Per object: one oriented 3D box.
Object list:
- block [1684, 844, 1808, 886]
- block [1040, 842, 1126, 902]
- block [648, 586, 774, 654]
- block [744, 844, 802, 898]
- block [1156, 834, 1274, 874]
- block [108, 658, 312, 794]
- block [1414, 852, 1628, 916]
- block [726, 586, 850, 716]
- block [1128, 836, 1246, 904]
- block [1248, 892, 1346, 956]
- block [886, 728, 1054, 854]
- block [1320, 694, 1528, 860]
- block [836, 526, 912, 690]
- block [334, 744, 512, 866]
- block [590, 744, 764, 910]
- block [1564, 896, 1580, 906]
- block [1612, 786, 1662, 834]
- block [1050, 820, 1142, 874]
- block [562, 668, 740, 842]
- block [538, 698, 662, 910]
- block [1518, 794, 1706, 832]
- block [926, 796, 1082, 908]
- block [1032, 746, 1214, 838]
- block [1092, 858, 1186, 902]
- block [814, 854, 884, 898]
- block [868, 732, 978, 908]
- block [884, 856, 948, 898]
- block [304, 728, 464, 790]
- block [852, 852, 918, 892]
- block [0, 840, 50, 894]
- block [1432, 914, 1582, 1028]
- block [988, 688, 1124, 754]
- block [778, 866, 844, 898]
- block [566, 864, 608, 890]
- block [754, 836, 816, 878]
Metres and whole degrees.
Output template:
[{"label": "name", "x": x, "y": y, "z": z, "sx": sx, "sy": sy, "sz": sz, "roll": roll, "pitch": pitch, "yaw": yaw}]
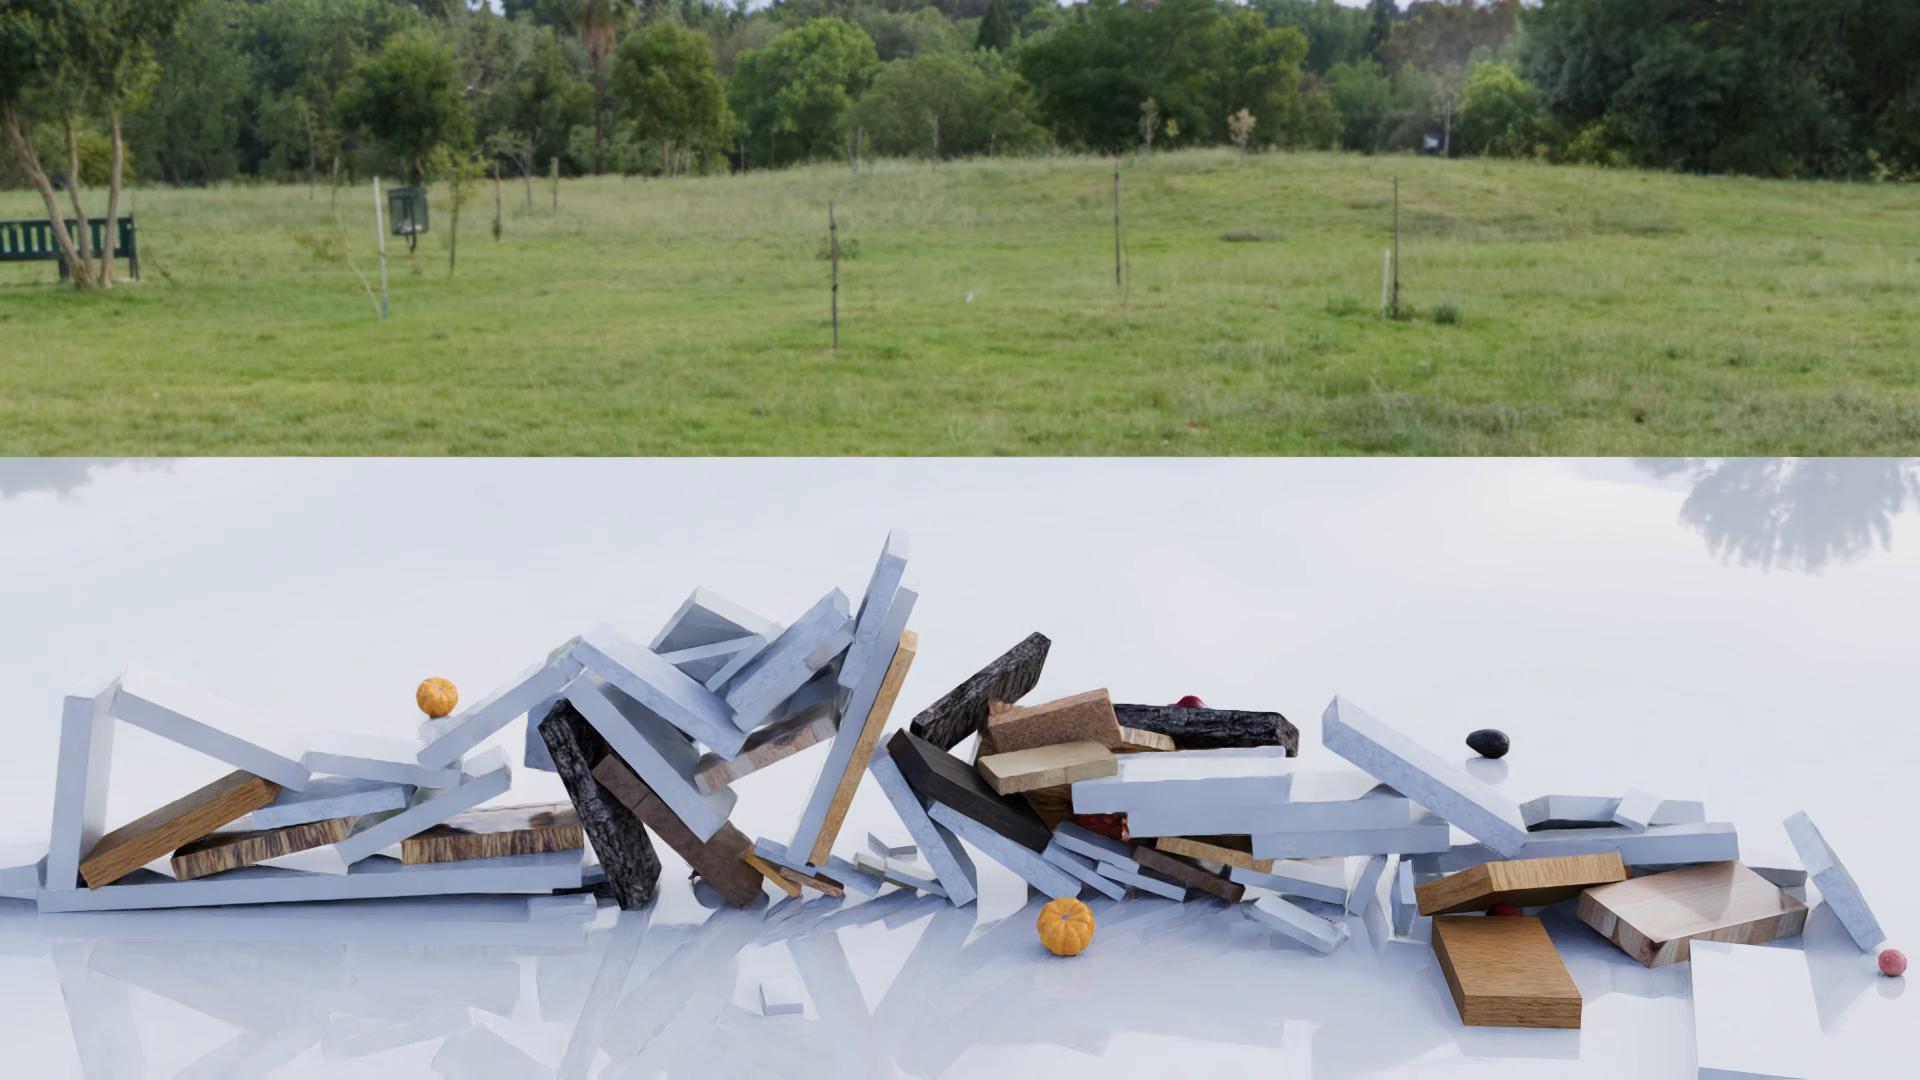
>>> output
[{"label": "block", "x": 1.321, "y": 0.546, "z": 3.719, "sx": 0.194, "sy": 0.028, "sz": 0.097, "roll": 6, "pitch": 14, "yaw": -17}, {"label": "block", "x": 0.204, "y": 0.543, "z": 3.657, "sx": 0.152, "sy": 0.022, "sz": 0.076, "roll": 30, "pitch": 9, "yaw": -6}, {"label": "block", "x": -0.461, "y": 0.213, "z": 3.786, "sx": 0.151, "sy": 0.301, "sz": 0.043, "roll": 28, "pitch": 38, "yaw": -19}, {"label": "block", "x": -0.311, "y": 0.550, "z": 3.663, "sx": 0.109, "sy": 0.015, "sz": 0.054, "roll": 38, "pitch": 8, "yaw": -6}, {"label": "block", "x": 0.423, "y": 0.507, "z": 3.659, "sx": 0.193, "sy": 0.027, "sz": 0.096, "roll": 12, "pitch": 11, "yaw": 4}, {"label": "block", "x": -1.218, "y": 0.303, "z": 3.597, "sx": 0.324, "sy": 0.046, "sz": 0.162, "roll": 27, "pitch": 6, "yaw": -21}, {"label": "block", "x": 0.886, "y": 0.544, "z": 3.474, "sx": 0.315, "sy": 0.045, "sz": 0.158, "roll": 3, "pitch": -23, "yaw": -35}, {"label": "block", "x": -0.277, "y": 0.178, "z": 3.556, "sx": 0.236, "sy": 0.033, "sz": 0.118, "roll": -41, "pitch": 11, "yaw": 9}, {"label": "block", "x": 0.377, "y": 0.540, "z": 3.658, "sx": 0.193, "sy": 0.027, "sz": 0.096, "roll": 23, "pitch": 11, "yaw": -3}, {"label": "block", "x": 0.529, "y": 0.601, "z": 3.444, "sx": 0.140, "sy": 0.020, "sz": 0.070, "roll": 25, "pitch": 19, "yaw": 21}, {"label": "block", "x": 0.017, "y": 0.411, "z": 3.600, "sx": 0.281, "sy": 0.040, "sz": 0.140, "roll": 32, "pitch": 9, "yaw": -34}, {"label": "block", "x": 0.757, "y": 0.385, "z": 3.606, "sx": 0.351, "sy": 0.050, "sz": 0.175, "roll": 31, "pitch": 13, "yaw": 2}, {"label": "block", "x": -0.140, "y": 0.110, "z": 3.574, "sx": 0.034, "sy": 0.243, "sz": 0.121, "roll": 20, "pitch": 20, "yaw": -6}, {"label": "block", "x": -0.896, "y": 0.443, "z": 3.687, "sx": 0.296, "sy": 0.042, "sz": 0.148, "roll": -25, "pitch": 14, "yaw": -6}, {"label": "block", "x": -0.460, "y": 0.458, "z": 3.643, "sx": 0.334, "sy": 0.047, "sz": 0.167, "roll": 44, "pitch": 8, "yaw": -8}, {"label": "block", "x": 1.092, "y": 0.589, "z": 3.606, "sx": 0.182, "sy": 0.026, "sz": 0.091, "roll": 9, "pitch": 14, "yaw": 39}, {"label": "block", "x": 1.120, "y": 0.446, "z": 3.638, "sx": 0.053, "sy": 0.015, "sz": 0.106, "roll": 23, "pitch": 30, "yaw": 23}, {"label": "block", "x": 0.231, "y": 0.511, "z": 3.661, "sx": 0.152, "sy": 0.022, "sz": 0.076, "roll": 20, "pitch": 10, "yaw": 10}, {"label": "block", "x": -0.505, "y": 0.339, "z": 3.612, "sx": 0.047, "sy": 0.334, "sz": 0.167, "roll": -42, "pitch": 5, "yaw": 8}, {"label": "block", "x": -0.592, "y": 0.429, "z": 3.640, "sx": 0.047, "sy": 0.334, "sz": 0.167, "roll": -22, "pitch": 10, "yaw": 4}, {"label": "block", "x": 1.098, "y": 0.471, "z": 3.740, "sx": 0.288, "sy": 0.041, "sz": 0.144, "roll": 4, "pitch": -17, "yaw": -13}, {"label": "block", "x": 0.072, "y": 0.495, "z": 3.650, "sx": 0.281, "sy": 0.040, "sz": 0.140, "roll": 34, "pitch": 9, "yaw": -6}, {"label": "block", "x": 0.290, "y": 0.452, "z": 3.938, "sx": 0.334, "sy": 0.167, "sz": 0.047, "roll": 1, "pitch": 26, "yaw": 4}, {"label": "block", "x": 0.299, "y": 0.556, "z": 3.661, "sx": 0.152, "sy": 0.022, "sz": 0.076, "roll": 19, "pitch": 10, "yaw": -3}, {"label": "block", "x": -0.185, "y": 0.556, "z": 3.653, "sx": 0.111, "sy": 0.016, "sz": 0.055, "roll": 24, "pitch": 14, "yaw": 5}, {"label": "block", "x": -0.060, "y": 0.462, "z": 3.644, "sx": 0.040, "sy": 0.281, "sz": 0.140, "roll": -30, "pitch": 9, "yaw": 5}, {"label": "block", "x": -0.073, "y": 0.562, "z": 3.666, "sx": 0.111, "sy": 0.016, "sz": 0.055, "roll": 21, "pitch": 8, "yaw": -8}, {"label": "block", "x": -0.947, "y": 0.361, "z": 3.628, "sx": 0.246, "sy": 0.035, "sz": 0.123, "roll": 9, "pitch": 11, "yaw": -12}, {"label": "block", "x": -0.124, "y": 0.556, "z": 3.687, "sx": 0.111, "sy": 0.016, "sz": 0.055, "roll": 23, "pitch": 7, "yaw": -11}, {"label": "block", "x": -1.640, "y": 0.553, "z": 3.645, "sx": 0.283, "sy": 0.040, "sz": 0.141, "roll": -8, "pitch": 11, "yaw": 0}, {"label": "block", "x": 0.809, "y": 0.639, "z": 3.277, "sx": 0.163, "sy": 0.046, "sz": 0.327, "roll": 1, "pitch": 11, "yaw": 4}, {"label": "block", "x": 0.162, "y": 0.324, "z": 3.724, "sx": 0.208, "sy": 0.104, "sz": 0.029, "roll": -15, "pitch": 28, "yaw": 7}, {"label": "block", "x": -0.246, "y": 0.562, "z": 3.666, "sx": 0.109, "sy": 0.015, "sz": 0.054, "roll": 22, "pitch": 10, "yaw": -4}, {"label": "block", "x": -0.622, "y": 0.563, "z": 3.693, "sx": 0.106, "sy": 0.015, "sz": 0.053, "roll": -7, "pitch": 11, "yaw": -33}, {"label": "block", "x": -0.290, "y": 0.528, "z": 3.666, "sx": 0.109, "sy": 0.015, "sz": 0.054, "roll": 22, "pitch": 9, "yaw": -4}]
